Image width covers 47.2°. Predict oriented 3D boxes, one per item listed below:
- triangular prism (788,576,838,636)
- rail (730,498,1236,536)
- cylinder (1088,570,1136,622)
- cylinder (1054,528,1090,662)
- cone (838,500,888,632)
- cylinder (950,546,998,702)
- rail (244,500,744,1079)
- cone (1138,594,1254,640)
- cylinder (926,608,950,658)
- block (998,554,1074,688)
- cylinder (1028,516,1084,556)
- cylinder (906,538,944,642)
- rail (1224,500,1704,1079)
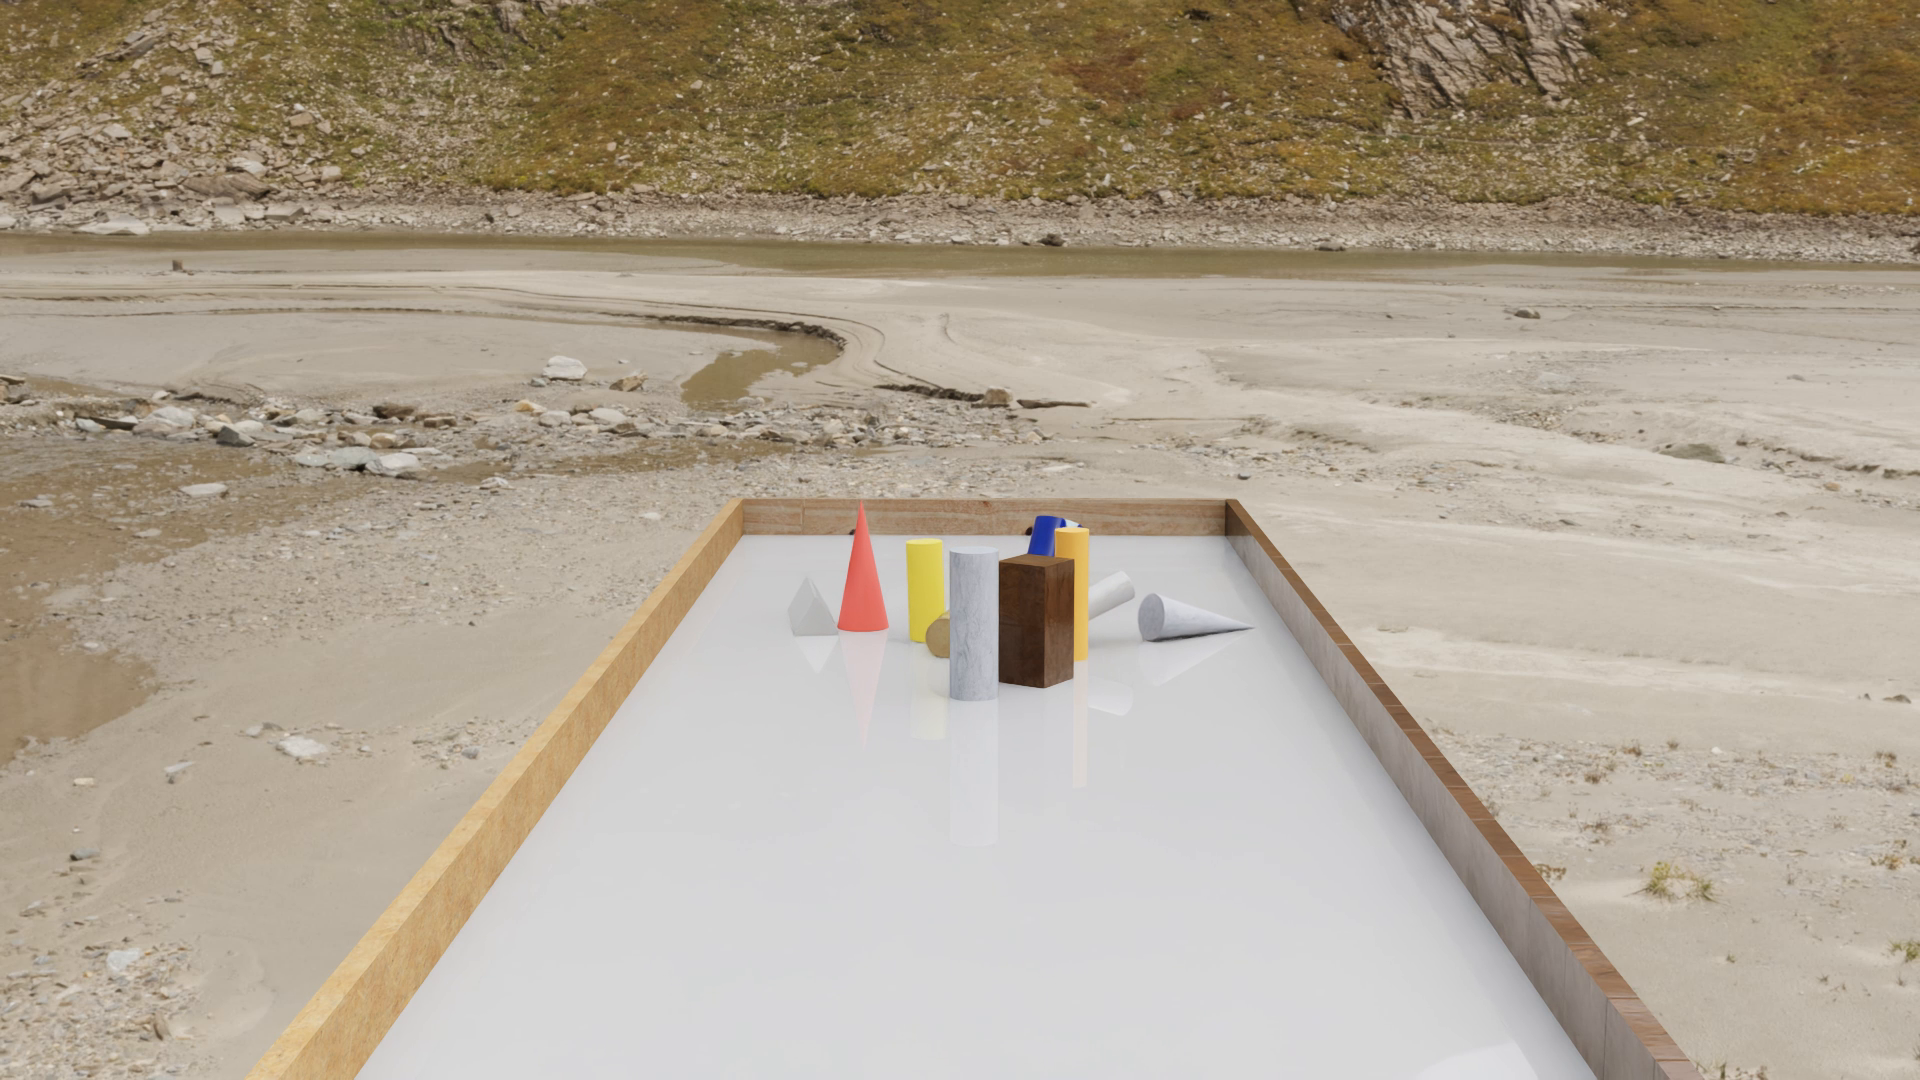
[{"bbox_3d":[-0.488,0.212,7.262,0.141,0.122,0.414,-1,9,-8],"label":"triangular prism"},{"bbox_3d":[0.099,-0.098,9.147,2.100,0.150,0.050,0,9,1],"label":"rail"},{"bbox_3d":[0.347,0.225,6.849,0.418,0.100,0.100,-25,19,-22],"label":"cylinder"},{"bbox_3d":[0.340,0.165,6.702,0.104,0.397,0.104,0,9,0],"label":"cylinder"},{"bbox_3d":[-0.319,0.075,7.180,0.170,0.424,0.170,0,9,0],"label":"cone"},{"bbox_3d":[0.040,0.234,6.190,0.138,0.420,0.138,0,9,0],"label":"cylinder"},{"bbox_3d":[-1.004,0.839,3.234,0.050,0.150,12.000,0,9,1],"label":"rail"},{"bbox_3d":[0.790,0.266,7.091,0.422,0.151,0.151,7,5,-29],"label":"cone"},{"bbox_3d":[-0.003,0.270,6.913,0.123,0.123,0.397,2,9,12],"label":"cylinder"},{"bbox_3d":[0.219,0.234,6.400,0.165,0.355,0.165,6,11,33],"label":"block"},{"bbox_3d":[0.277,0.118,7.001,0.160,0.361,0.160,13,-12,3],"label":"cylinder"},{"bbox_3d":[-0.108,0.159,6.992,0.116,0.313,0.116,-2,8,0],"label":"cylinder"},{"bbox_3d":[1.046,0.843,3.208,0.050,0.150,12.000,0,9,1],"label":"rail"}]
